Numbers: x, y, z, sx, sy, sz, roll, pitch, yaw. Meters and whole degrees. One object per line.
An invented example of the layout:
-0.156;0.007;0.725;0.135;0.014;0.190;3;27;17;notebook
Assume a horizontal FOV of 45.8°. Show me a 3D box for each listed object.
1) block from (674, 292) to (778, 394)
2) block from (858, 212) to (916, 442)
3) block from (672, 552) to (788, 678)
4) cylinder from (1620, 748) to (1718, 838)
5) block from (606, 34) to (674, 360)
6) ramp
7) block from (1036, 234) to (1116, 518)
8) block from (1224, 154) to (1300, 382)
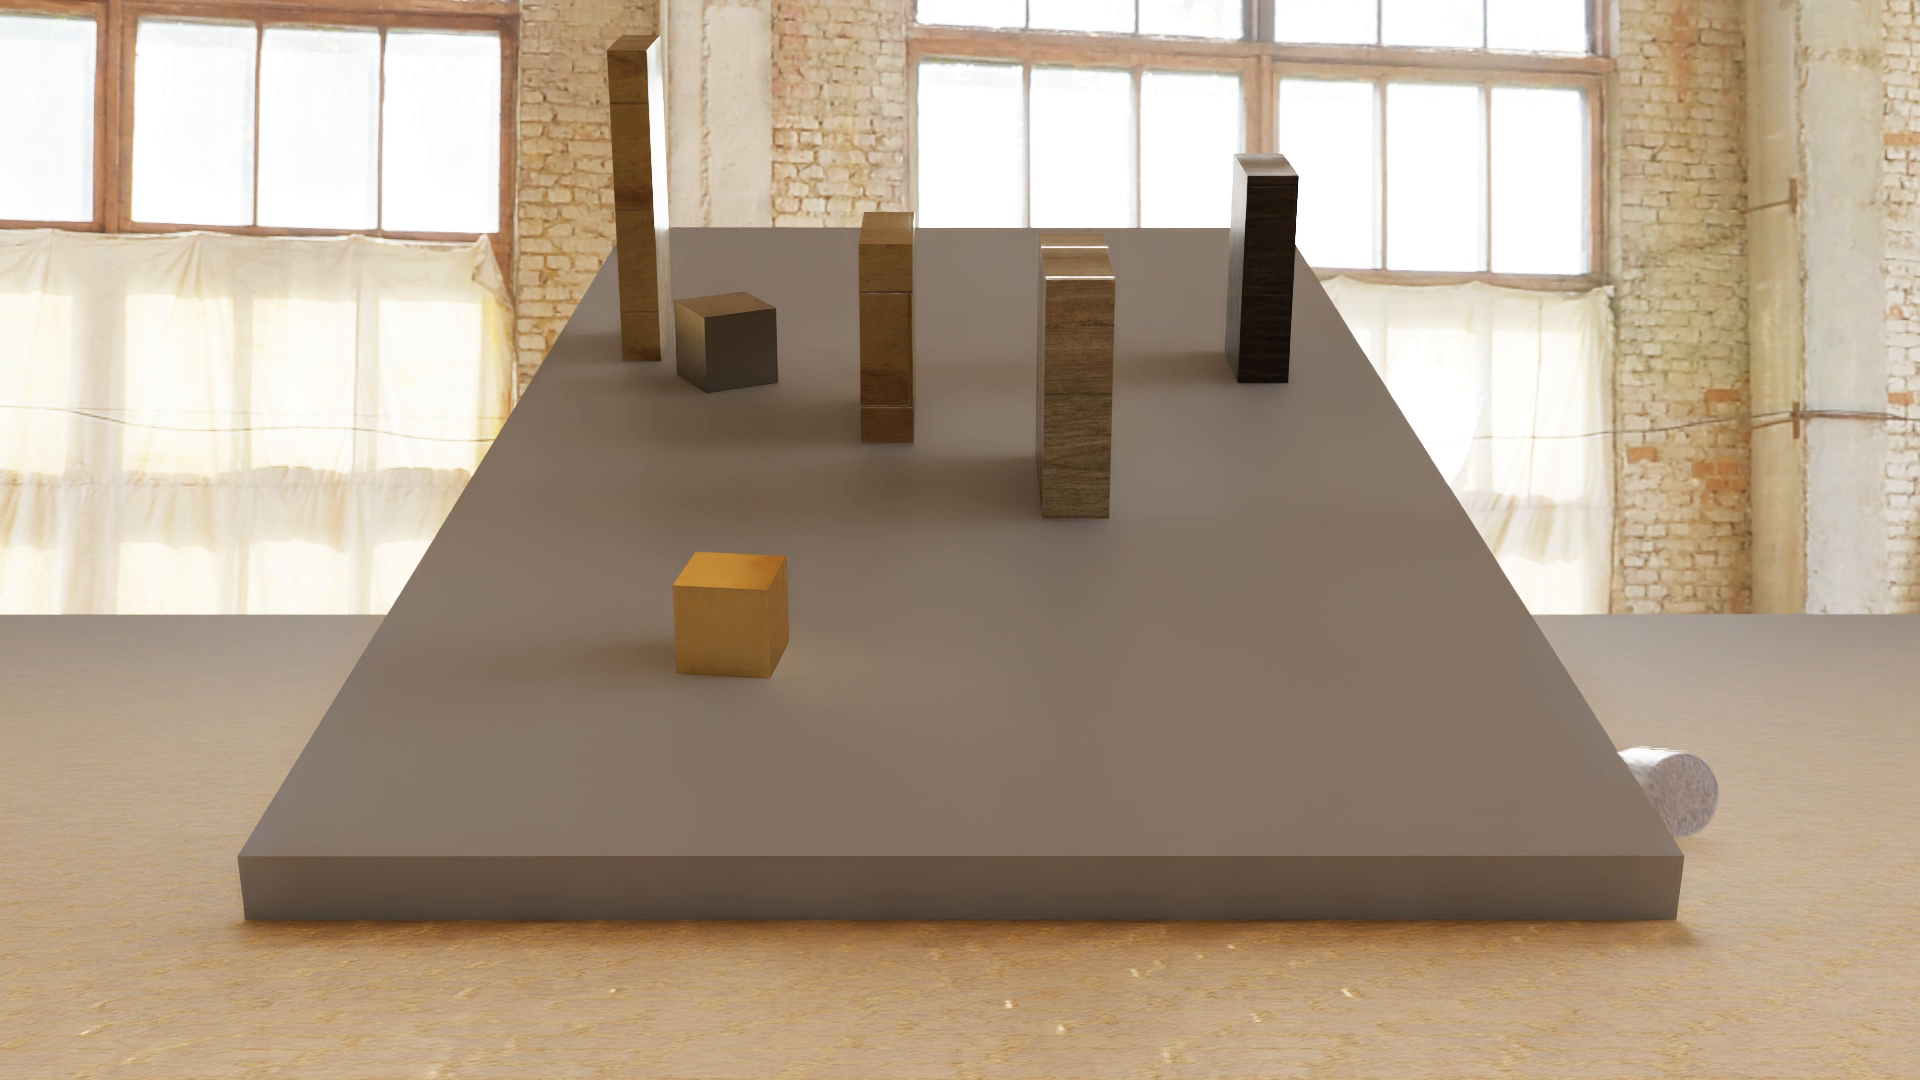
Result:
-0.548;-0.465;5.317;0.180;0.180;0.180;-11;23;-27;block
-0.156;-0.469;4.962;0.112;0.434;0.320;0;20;0;block
-0.377;0.123;3.760;0.156;0.156;0.156;3;20;7;block
1.348;0.487;4.379;0.160;0.160;0.160;0;-2;-13;cylinder
-0.769;-0.826;5.483;0.092;0.741;0.258;0;20;0;block
-0.005;-0.209;5.031;2.000;0.100;4.000;0;20;0;ramp
0.226;-0.333;4.536;0.130;0.477;0.395;0;20;0;block
0.710;-0.644;5.364;0.118;0.489;0.272;0;20;0;block
